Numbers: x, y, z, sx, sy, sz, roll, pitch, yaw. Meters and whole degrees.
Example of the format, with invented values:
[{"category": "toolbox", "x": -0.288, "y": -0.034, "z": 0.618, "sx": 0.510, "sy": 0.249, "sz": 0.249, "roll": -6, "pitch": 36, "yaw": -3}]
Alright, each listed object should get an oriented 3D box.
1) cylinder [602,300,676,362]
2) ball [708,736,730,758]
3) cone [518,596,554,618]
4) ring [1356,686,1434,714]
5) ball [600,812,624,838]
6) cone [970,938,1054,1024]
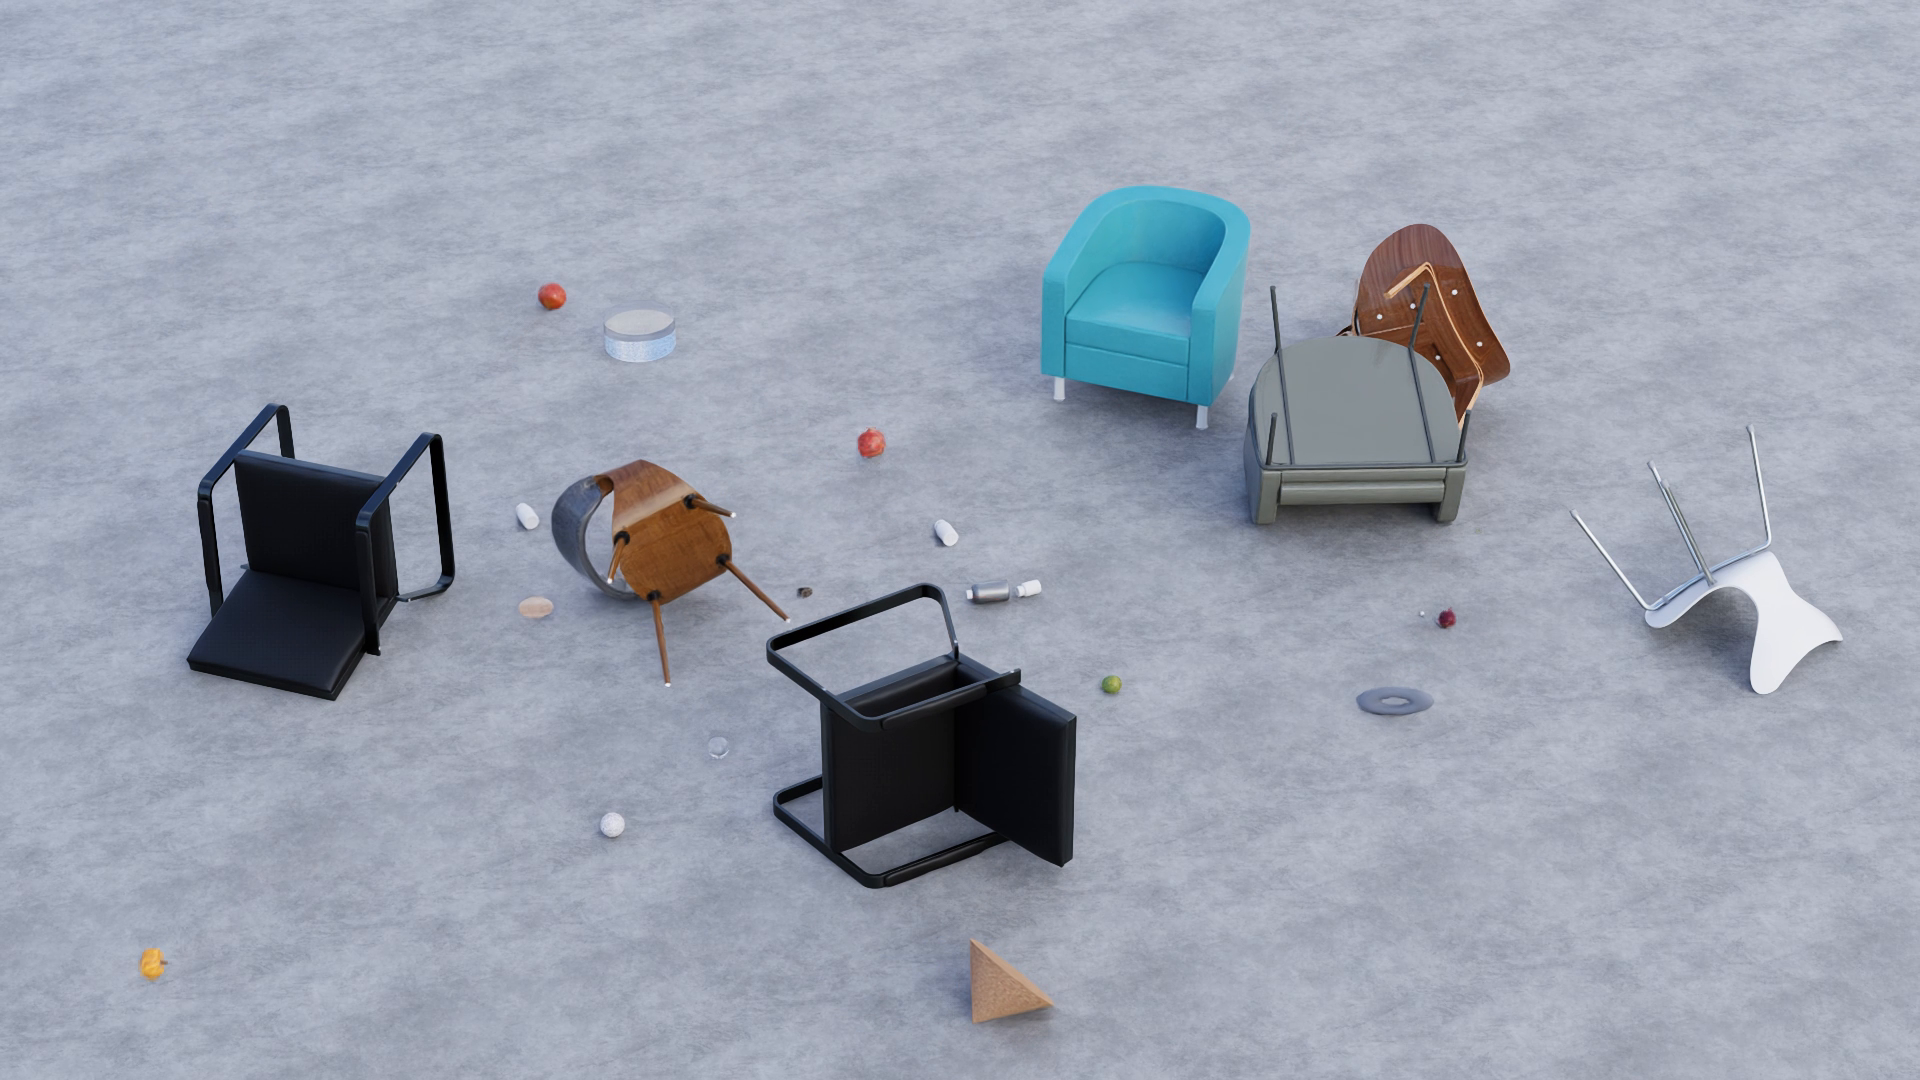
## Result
[{"category": "cylinder", "x": -1.326, "y": -0.867, "z": 12.142, "sx": 0.295, "sy": 0.129, "sz": 0.300, "roll": 11, "pitch": 35, "yaw": 17}, {"category": "ball", "x": -0.809, "y": 0.693, "z": 9.825, "sx": 0.075, "sy": 0.075, "sz": 0.075, "roll": 0, "pitch": 33, "yaw": 0}, {"category": "cone", "x": -1.524, "y": 0.245, "z": 10.545, "sx": 0.122, "sy": 0.077, "sz": 0.047, "roll": -2, "pitch": -6, "yaw": -7}, {"category": "ring", "x": 1.485, "y": 0.549, "z": 10.014, "sx": 0.264, "sy": 0.108, "sz": 0.039, "roll": 0, "pitch": 30, "yaw": 12}, {"category": "ball", "x": -1.123, "y": 0.920, "z": 9.476, "sx": 0.080, "sy": 0.080, "sz": 0.080, "roll": 0, "pitch": 33, "yaw": 0}, {"category": "cone", "x": 0.097, "y": 1.367, "z": 8.755, "sx": 0.196, "sy": 0.325, "sz": 0.308, "roll": -52, "pitch": 30, "yaw": -2}]
